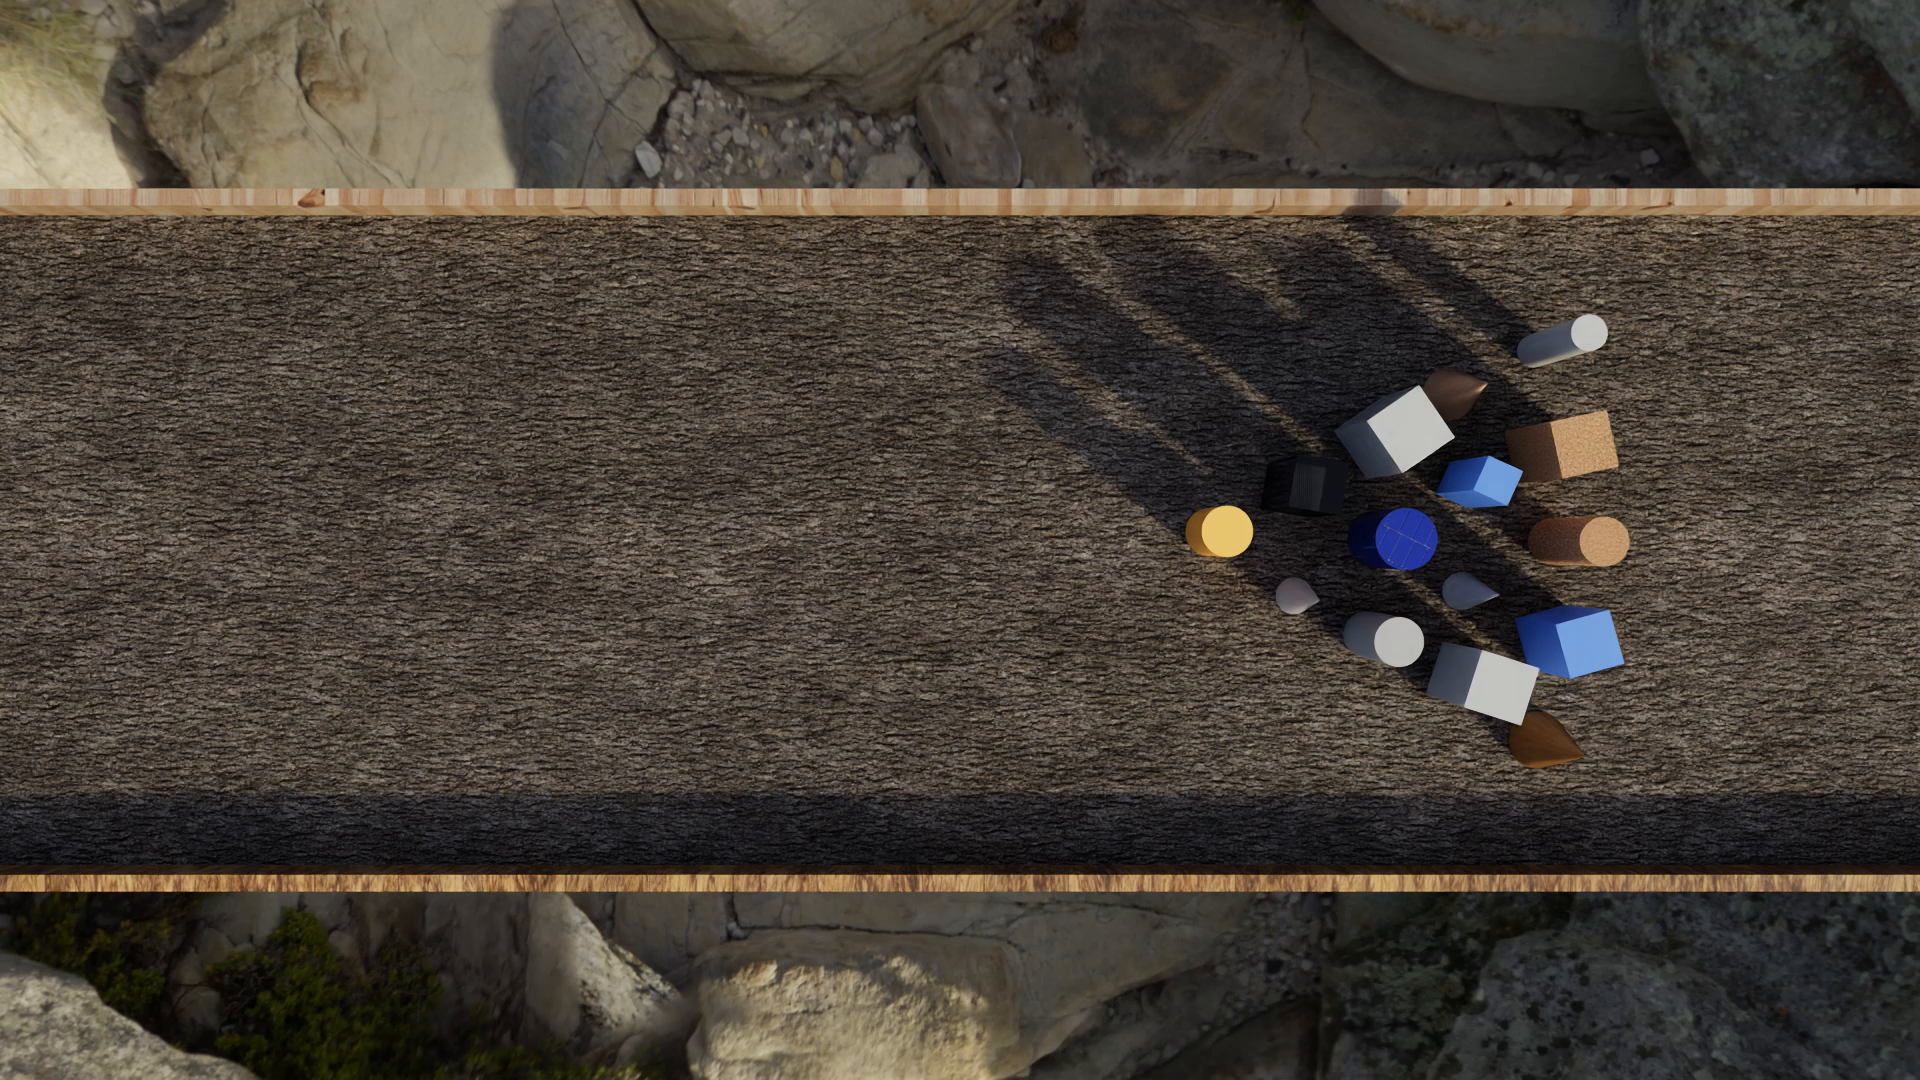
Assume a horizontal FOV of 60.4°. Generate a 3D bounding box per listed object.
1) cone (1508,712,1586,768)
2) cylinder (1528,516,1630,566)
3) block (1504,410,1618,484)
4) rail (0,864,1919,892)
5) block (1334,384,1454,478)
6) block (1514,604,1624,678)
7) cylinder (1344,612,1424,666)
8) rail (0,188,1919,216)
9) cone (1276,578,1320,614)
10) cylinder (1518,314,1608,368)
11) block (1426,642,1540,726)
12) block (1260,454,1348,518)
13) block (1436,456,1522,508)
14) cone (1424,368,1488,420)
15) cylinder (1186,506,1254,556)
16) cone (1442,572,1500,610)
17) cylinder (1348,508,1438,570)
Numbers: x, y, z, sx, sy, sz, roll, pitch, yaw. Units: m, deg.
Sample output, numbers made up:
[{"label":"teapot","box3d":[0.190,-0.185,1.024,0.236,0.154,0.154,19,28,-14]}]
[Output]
[{"label":"cone","box3d":[1.777,0.615,4.877,0.176,0.398,0.176,0,90,0]},{"label":"cylinder","box3d":[1.819,0.004,4.866,0.141,0.422,0.141,0,90,0]},{"label":"block","box3d":[1.773,-0.272,4.879,0.164,0.396,0.164,-12,90,0]},{"label":"rail","box3d":[-2.247,1.025,5.001,12.000,0.150,0.050,0,90,0]},{"label":"block","box3d":[1.275,-0.314,4.871,0.180,0.411,0.180,-35,90,0]},{"label":"block","box3d":[1.805,0.298,4.901,0.160,0.350,0.160,-16,90,0]},{"label":"cylinder","box3d":[1.250,0.290,4.886,0.142,0.382,0.142,0,90,0]},{"label":"rail","box3d":[-2.247,-1.025,5.002,12.000,0.150,0.050,0,90,0]},{"label":"cone","box3d":[1.028,0.172,4.890,0.114,0.373,0.114,0,90,0]},{"label":"cylinder","box3d":[1.766,-0.582,4.853,0.103,0.447,0.103,0,90,0]},{"label":"block","box3d":[1.541,0.420,4.884,0.172,0.385,0.172,18,90,0]},{"label":"block","box3d":[1.009,-0.155,4.856,0.148,0.441,0.148,9,90,0]},{"label":"block","box3d":[1.535,-0.169,4.889,0.108,0.374,0.108,24,90,0]},{"label":"cone","box3d":[1.505,-0.449,4.889,0.162,0.375,0.162,0,90,0]},{"label":"cylinder","box3d":[0.767,-0.025,4.903,0.148,0.346,0.148,0,90,0]},{"label":"cone","box3d":[1.543,0.157,4.896,0.119,0.362,0.119,0,90,0]},{"label":"cylinder","box3d":[1.280,-0.003,4.903,0.179,0.347,0.179,0,90,0]}]
